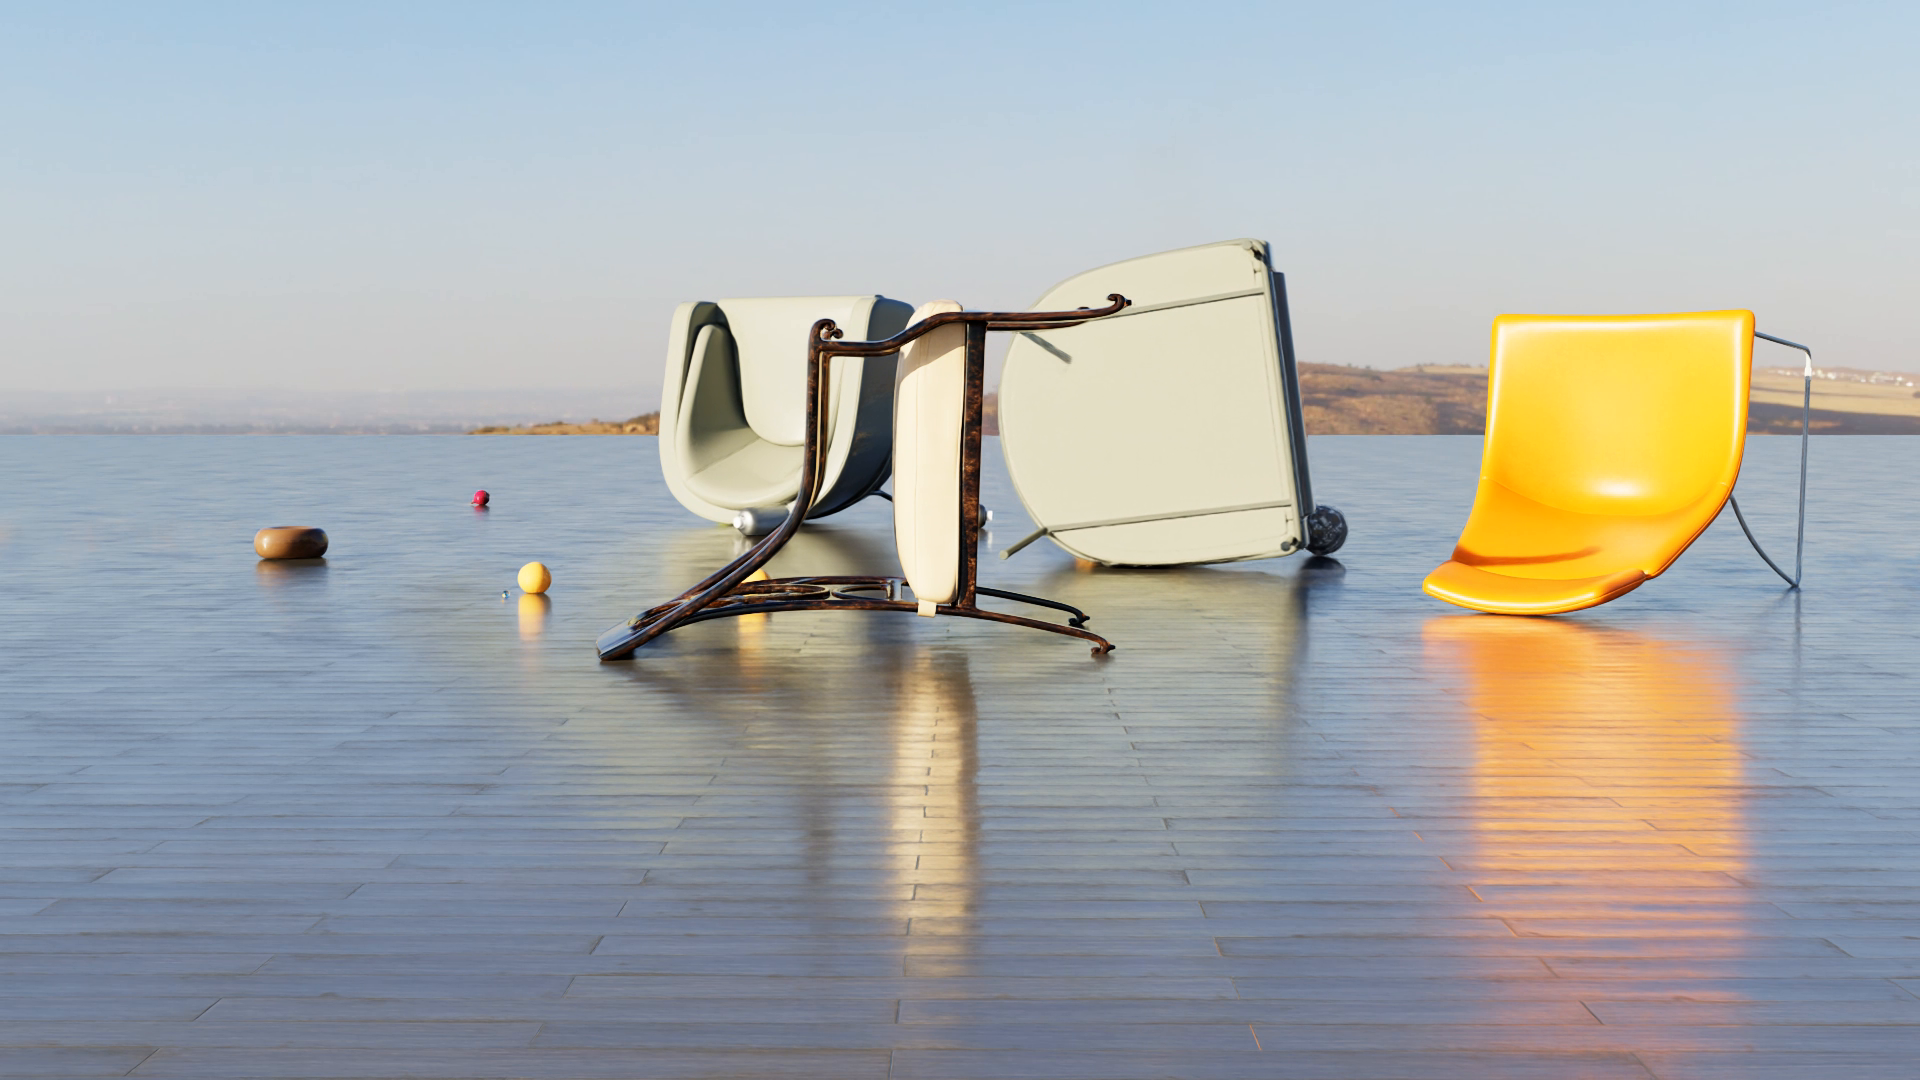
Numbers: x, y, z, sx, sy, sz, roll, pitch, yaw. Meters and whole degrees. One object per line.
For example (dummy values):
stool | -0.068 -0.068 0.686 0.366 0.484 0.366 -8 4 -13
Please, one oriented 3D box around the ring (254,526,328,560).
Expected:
ring | -1.781 0.007 5.861 0.157 0.082 0.213 4 4 33

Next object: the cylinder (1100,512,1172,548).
cylinder | 0.495 -0.024 6.212 0.192 0.091 0.123 -7 -17 5

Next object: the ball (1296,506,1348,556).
ball | 0.977 -0.025 5.934 0.134 0.134 0.134 0 4 0

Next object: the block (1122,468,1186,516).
block | 0.693 -0.170 7.843 0.190 0.161 0.165 -1 4 -11

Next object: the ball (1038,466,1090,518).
ball | 0.363 -0.166 7.674 0.177 0.177 0.177 0 4 0

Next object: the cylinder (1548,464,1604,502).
cylinder | 2.459 -0.228 8.779 0.148 0.128 0.180 4 -33 47
